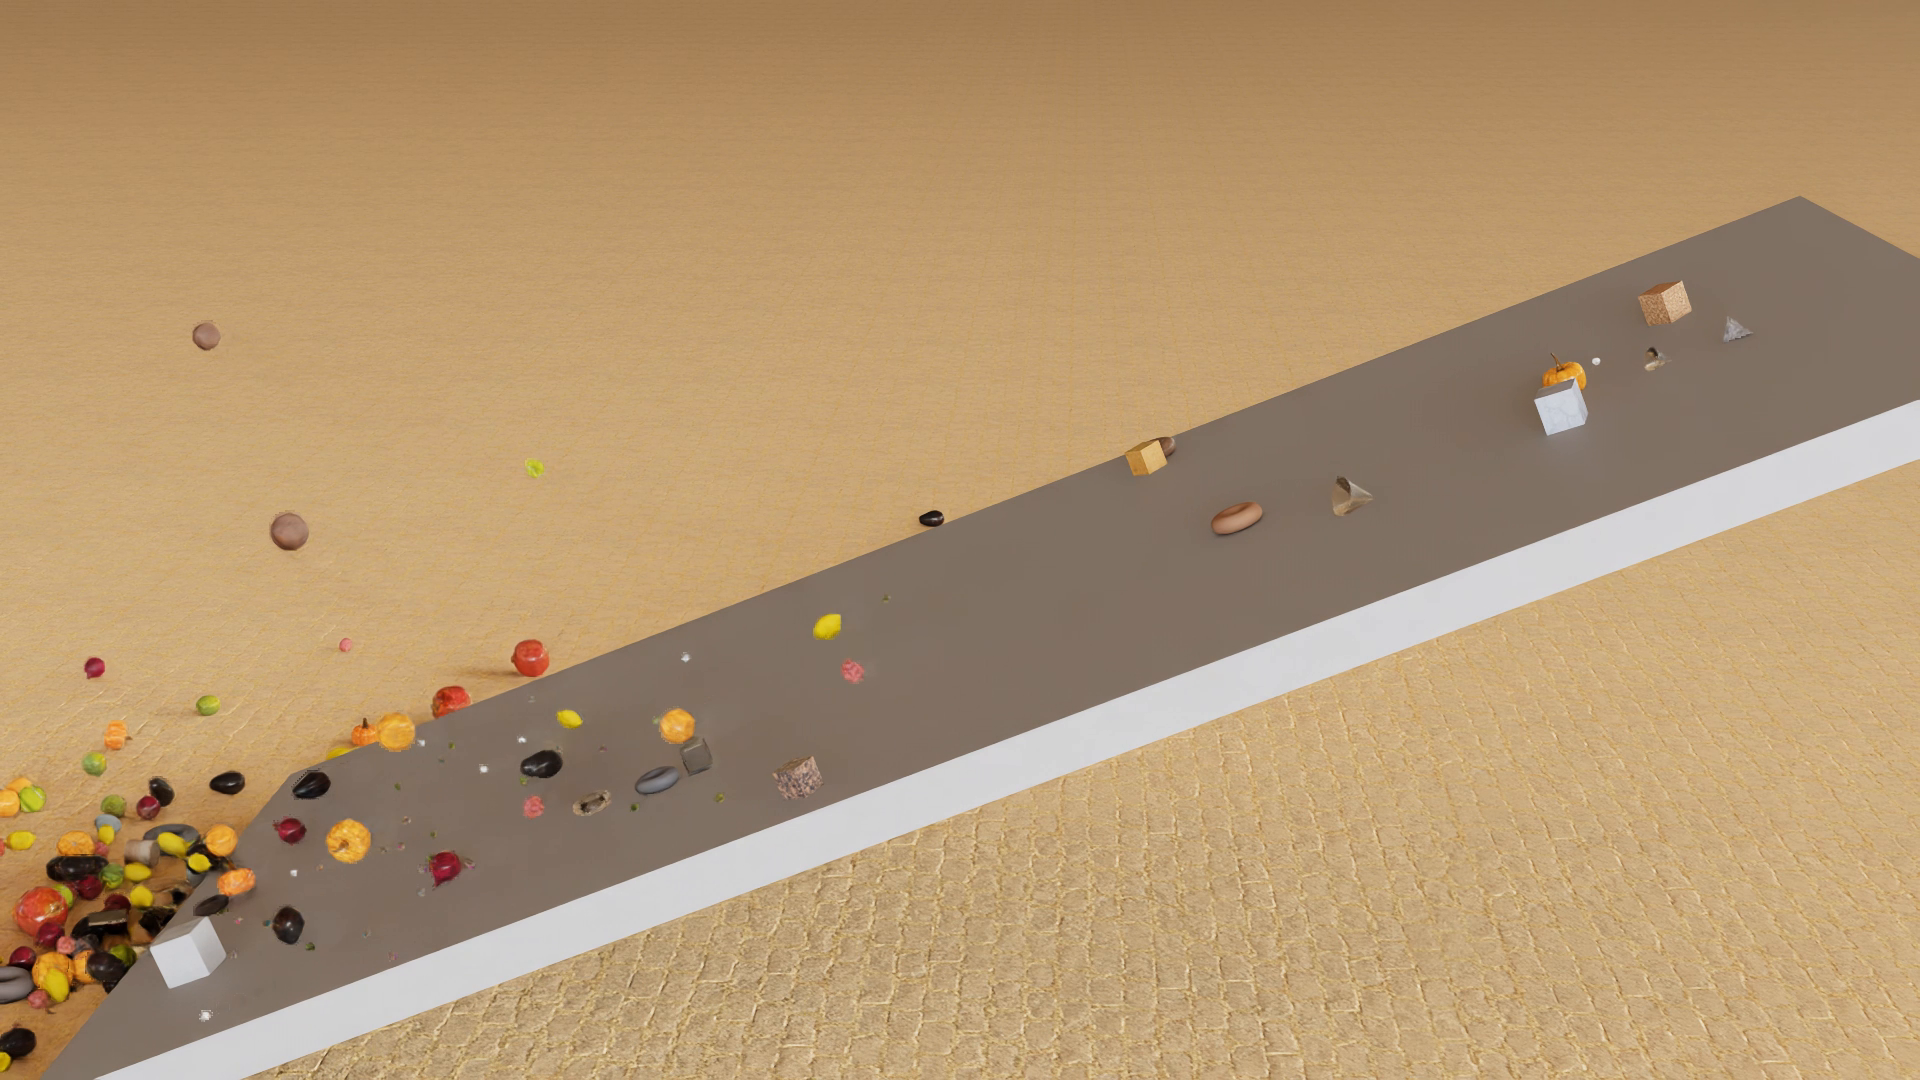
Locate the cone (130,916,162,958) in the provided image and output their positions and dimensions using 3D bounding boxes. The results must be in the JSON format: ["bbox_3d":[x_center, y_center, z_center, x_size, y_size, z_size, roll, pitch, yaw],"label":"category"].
[{"bbox_3d":[-1.787,0.897,6.584,0.096,0.096,0.096,11,-10,37],"label":"cone"}]

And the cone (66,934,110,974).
[{"bbox_3d":[-1.898,0.929,6.460,0.092,0.092,0.092,34,27,18],"label":"cone"}]

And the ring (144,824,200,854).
[{"bbox_3d":[-1.940,0.736,7.233,0.137,0.046,0.137,0,15,0],"label":"ring"}]

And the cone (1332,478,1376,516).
[{"bbox_3d":[0.797,-0.085,5.874,0.080,0.080,0.080,2,12,-22],"label":"cone"}]

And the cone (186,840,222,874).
[{"bbox_3d":[-1.748,0.743,6.858,0.080,0.080,0.080,3,13,33],"label":"cone"}]

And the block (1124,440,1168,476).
[{"bbox_3d":[0.438,-0.193,6.934,0.060,0.060,0.060,-30,14,-32],"label":"block"}]

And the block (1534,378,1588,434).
[{"bbox_3d":[1.195,-0.265,5.844,0.077,0.077,0.077,-17,13,23],"label":"block"}]

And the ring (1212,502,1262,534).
[{"bbox_3d":[0.574,-0.045,6.103,0.111,0.037,0.111,-22,11,4],"label":"ring"}]

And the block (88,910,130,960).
[{"bbox_3d":[-1.901,0.881,6.568,0.082,0.082,0.082,-4,14,-17],"label":"block"}]

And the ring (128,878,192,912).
[{"bbox_3d":[-1.864,0.827,6.858,0.145,0.048,0.145,-1,15,0],"label":"ring"}]

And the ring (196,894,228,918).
[{"bbox_3d":[-1.635,0.800,6.428,0.076,0.025,0.076,-22,12,5],"label":"ring"}]

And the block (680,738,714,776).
[{"bbox_3d":[-0.533,0.439,5.948,0.052,0.052,0.052,-22,12,0],"label":"block"}]

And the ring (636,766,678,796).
[{"bbox_3d":[-0.612,0.486,5.938,0.094,0.031,0.094,-20,13,5],"label":"ring"}]

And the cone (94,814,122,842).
[{"bbox_3d":[-2.122,0.728,7.299,0.067,0.067,0.067,0,40,2],"label":"cone"}]

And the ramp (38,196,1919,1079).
[{"bbox_3d":[0.124,0.173,6.290,4.000,0.100,2.000,-21,12,7],"label":"ramp"}]

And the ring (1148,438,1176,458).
[{"bbox_3d":[0.463,-0.213,7.035,0.113,0.038,0.113,-20,13,5],"label":"ring"}]

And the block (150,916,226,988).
[{"bbox_3d":[-1.568,0.837,5.976,0.095,0.095,0.095,-20,12,13],"label":"block"}]

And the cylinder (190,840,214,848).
[{"bbox_3d":[-1.831,0.760,7.111,0.057,0.057,0.057,0,14,0],"label":"cylinder"}]

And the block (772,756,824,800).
[{"bbox_3d":[-0.302,0.445,5.492,0.058,0.058,0.058,-11,16,42],"label":"block"}]

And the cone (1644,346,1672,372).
[{"bbox_3d":[1.431,-0.367,5.996,0.050,0.050,0.050,2,12,-21],"label":"cone"}]

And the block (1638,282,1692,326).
[{"bbox_3d":[1.521,-0.510,6.345,0.069,0.069,0.069,-29,14,-29],"label":"block"}]

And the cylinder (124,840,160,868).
[{"bbox_3d":[-1.976,0.757,7.107,0.065,0.065,0.065,1,14,5],"label":"cylinder"}]

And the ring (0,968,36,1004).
[{"bbox_3d":[-2.063,0.958,6.330,0.139,0.046,0.139,1,13,0],"label":"ring"}]

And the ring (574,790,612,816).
[{"bbox_3d":[-0.747,0.535,5.976,0.083,0.028,0.083,-21,13,5],"label":"ring"}]

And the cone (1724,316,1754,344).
[{"bbox_3d":[1.580,-0.422,5.958,0.057,0.057,0.057,9,16,14],"label":"cone"}]

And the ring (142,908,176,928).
[{"bbox_3d":[-1.835,0.867,6.745,0.079,0.026,0.079,0,15,0],"label":"ring"}]

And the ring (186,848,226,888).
[{"bbox_3d":[-1.780,0.776,6.954,0.037,0.110,0.110,33,30,29],"label":"ring"}]

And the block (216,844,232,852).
[{"bbox_3d":[-1.761,0.768,7.083,0.054,0.054,0.054,-12,18,-40],"label":"block"}]
